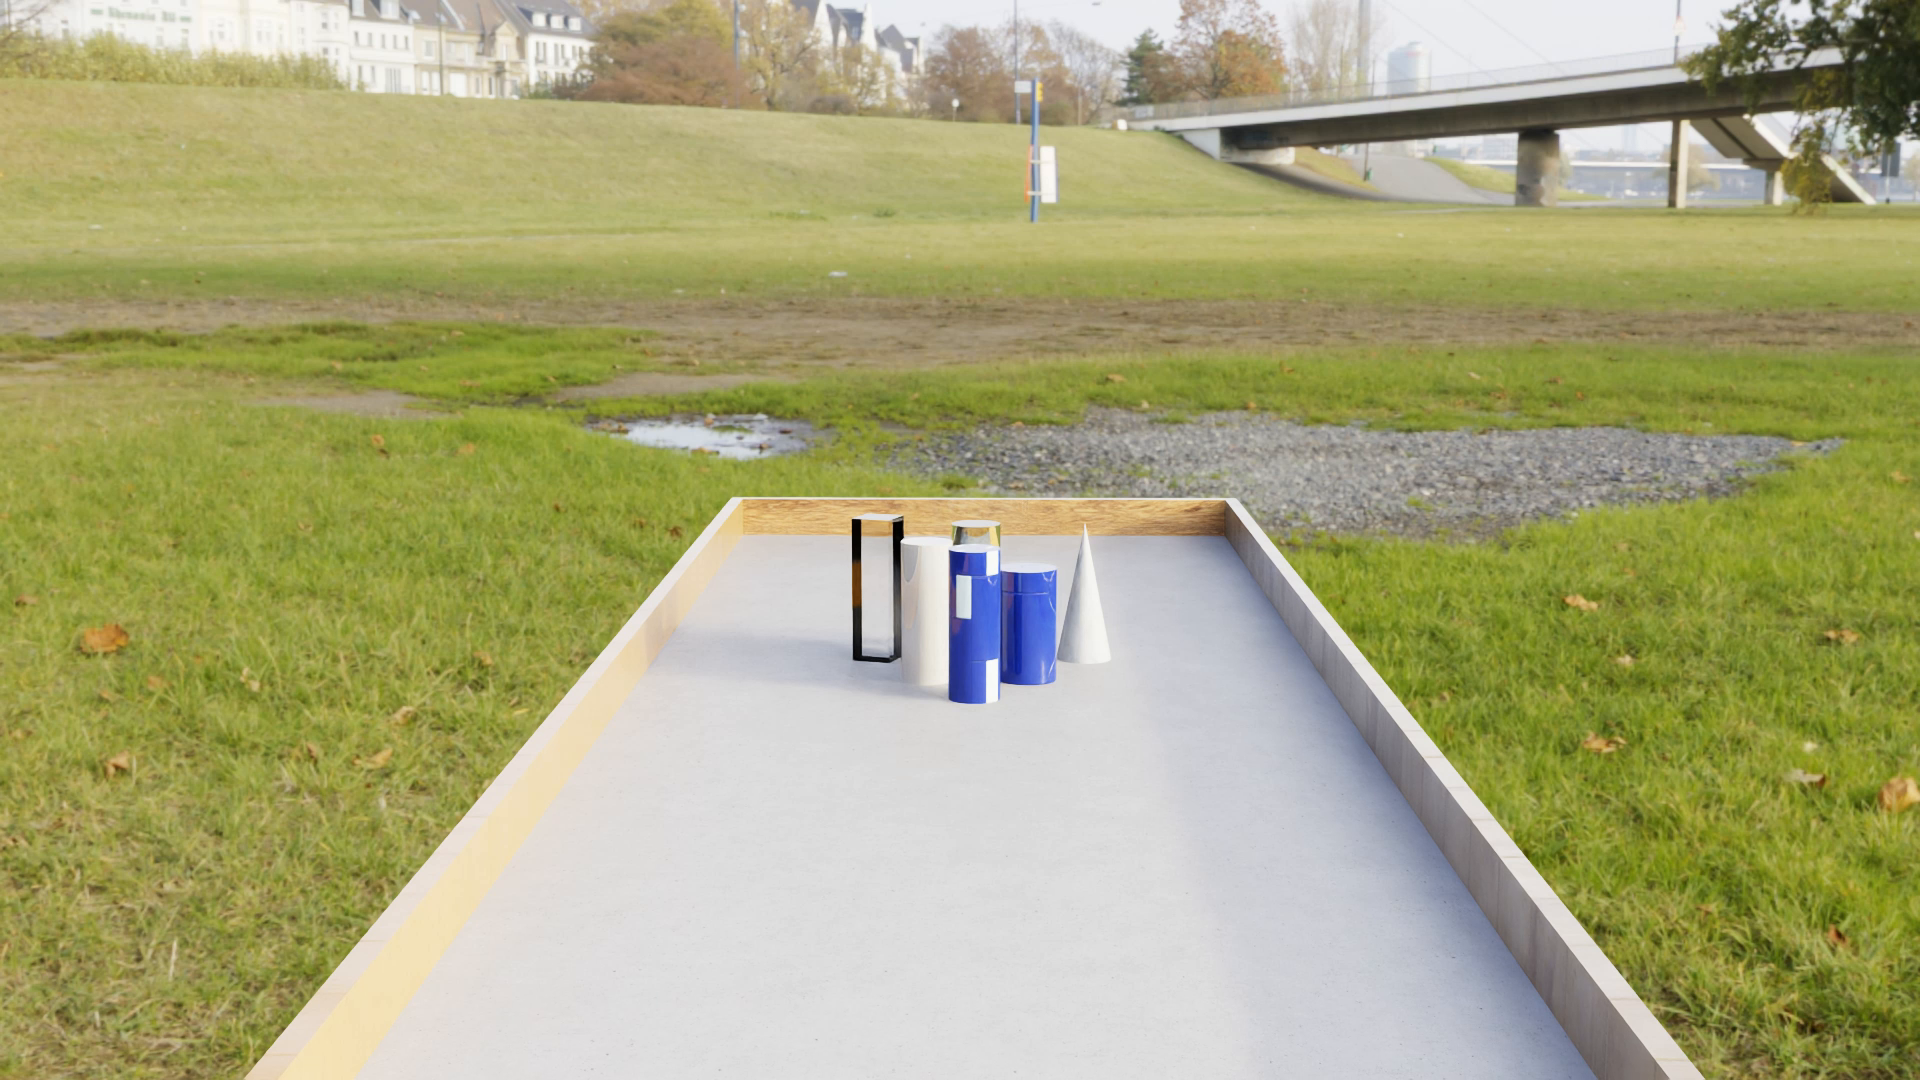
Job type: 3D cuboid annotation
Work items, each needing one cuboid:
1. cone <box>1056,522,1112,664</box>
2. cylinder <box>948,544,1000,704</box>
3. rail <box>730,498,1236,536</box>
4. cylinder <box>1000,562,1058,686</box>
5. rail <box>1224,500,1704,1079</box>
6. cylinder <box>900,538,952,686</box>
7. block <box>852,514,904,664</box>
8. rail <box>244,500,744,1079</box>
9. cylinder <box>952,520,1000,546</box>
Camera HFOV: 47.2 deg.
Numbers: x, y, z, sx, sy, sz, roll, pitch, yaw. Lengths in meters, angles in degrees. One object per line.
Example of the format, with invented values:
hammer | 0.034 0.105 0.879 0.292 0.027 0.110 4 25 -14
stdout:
cone | 0.379 0.154 6.698 0.168 0.418 0.168 0 9 0
cylinder | 0.040 0.234 6.165 0.148 0.427 0.148 0 9 0
rail | 0.099 -0.098 9.147 2.100 0.150 0.050 0 9 1
cylinder | 0.196 0.244 6.417 0.175 0.330 0.175 0 9 0
rail | 1.046 0.843 3.208 0.050 0.150 12.000 0 9 1
cylinder | -0.096 0.206 6.403 0.151 0.409 0.151 0 9 0
block | -0.249 0.146 6.698 0.120 0.436 0.120 3 10 21
rail | -1.004 0.839 3.234 0.050 0.150 12.000 0 9 1
cylinder | 0.048 0.158 6.668 0.150 0.421 0.150 0 9 0
